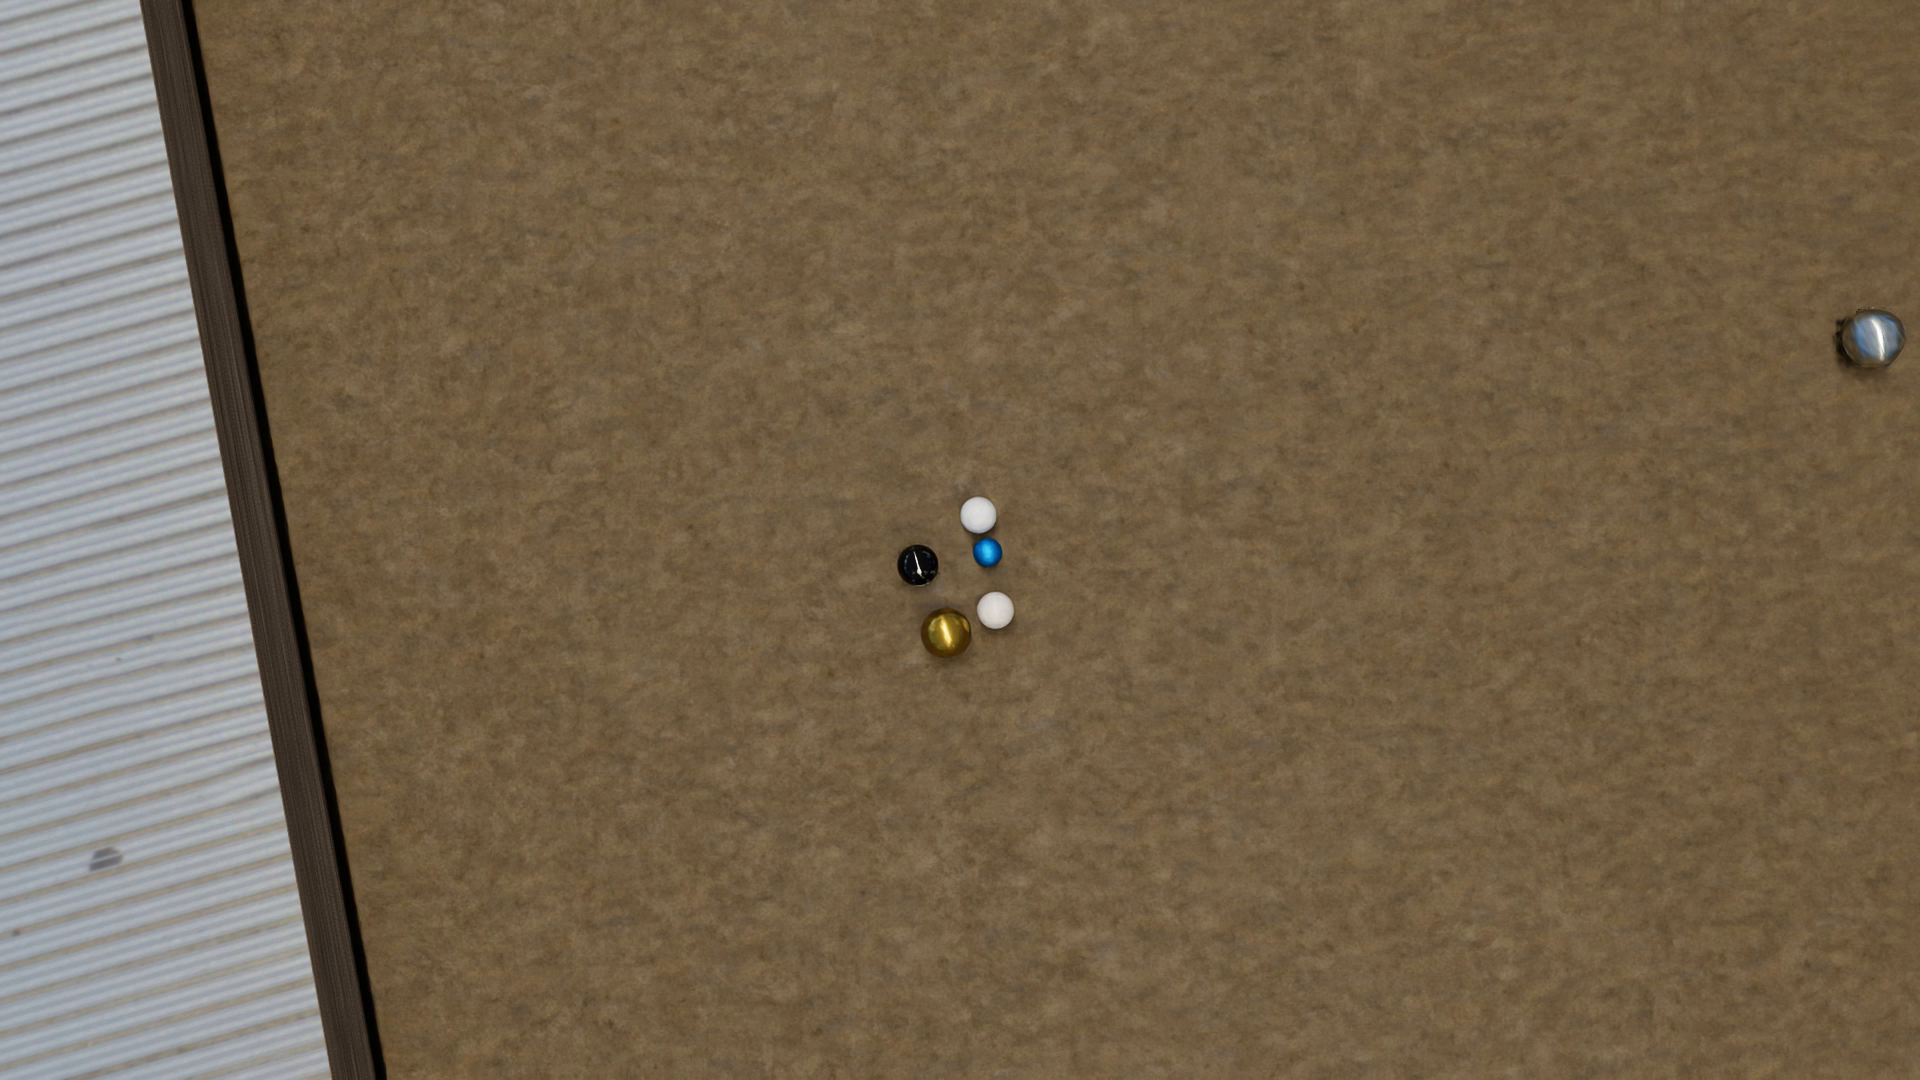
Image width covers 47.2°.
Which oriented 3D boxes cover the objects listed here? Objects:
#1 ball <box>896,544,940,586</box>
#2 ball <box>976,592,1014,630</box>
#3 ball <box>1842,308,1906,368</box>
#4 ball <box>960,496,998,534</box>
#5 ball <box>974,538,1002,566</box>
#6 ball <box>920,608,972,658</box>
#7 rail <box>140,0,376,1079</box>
[{"bbox_3d":[-0.062,0.037,3.254,0.062,0.062,0.062,0,83,0],"label":"ball"},{"bbox_3d":[0.053,0.104,3.250,0.055,0.055,0.055,0,83,0],"label":"ball"},{"bbox_3d":[1.363,-0.300,3.280,0.088,0.088,0.088,0,83,0],"label":"ball"},{"bbox_3d":[0.027,-0.037,3.267,0.055,0.055,0.055,0,83,0],"label":"ball"},{"bbox_3d":[0.041,0.018,3.266,0.043,0.043,0.043,0,83,0],"label":"ball"},{"bbox_3d":[-0.020,0.137,3.236,0.076,0.076,0.076,0,83,0],"label":"ball"},{"bbox_3d":[-0.979,0.206,3.208,0.045,0.114,2.387,-12,84,-1],"label":"rail"}]
